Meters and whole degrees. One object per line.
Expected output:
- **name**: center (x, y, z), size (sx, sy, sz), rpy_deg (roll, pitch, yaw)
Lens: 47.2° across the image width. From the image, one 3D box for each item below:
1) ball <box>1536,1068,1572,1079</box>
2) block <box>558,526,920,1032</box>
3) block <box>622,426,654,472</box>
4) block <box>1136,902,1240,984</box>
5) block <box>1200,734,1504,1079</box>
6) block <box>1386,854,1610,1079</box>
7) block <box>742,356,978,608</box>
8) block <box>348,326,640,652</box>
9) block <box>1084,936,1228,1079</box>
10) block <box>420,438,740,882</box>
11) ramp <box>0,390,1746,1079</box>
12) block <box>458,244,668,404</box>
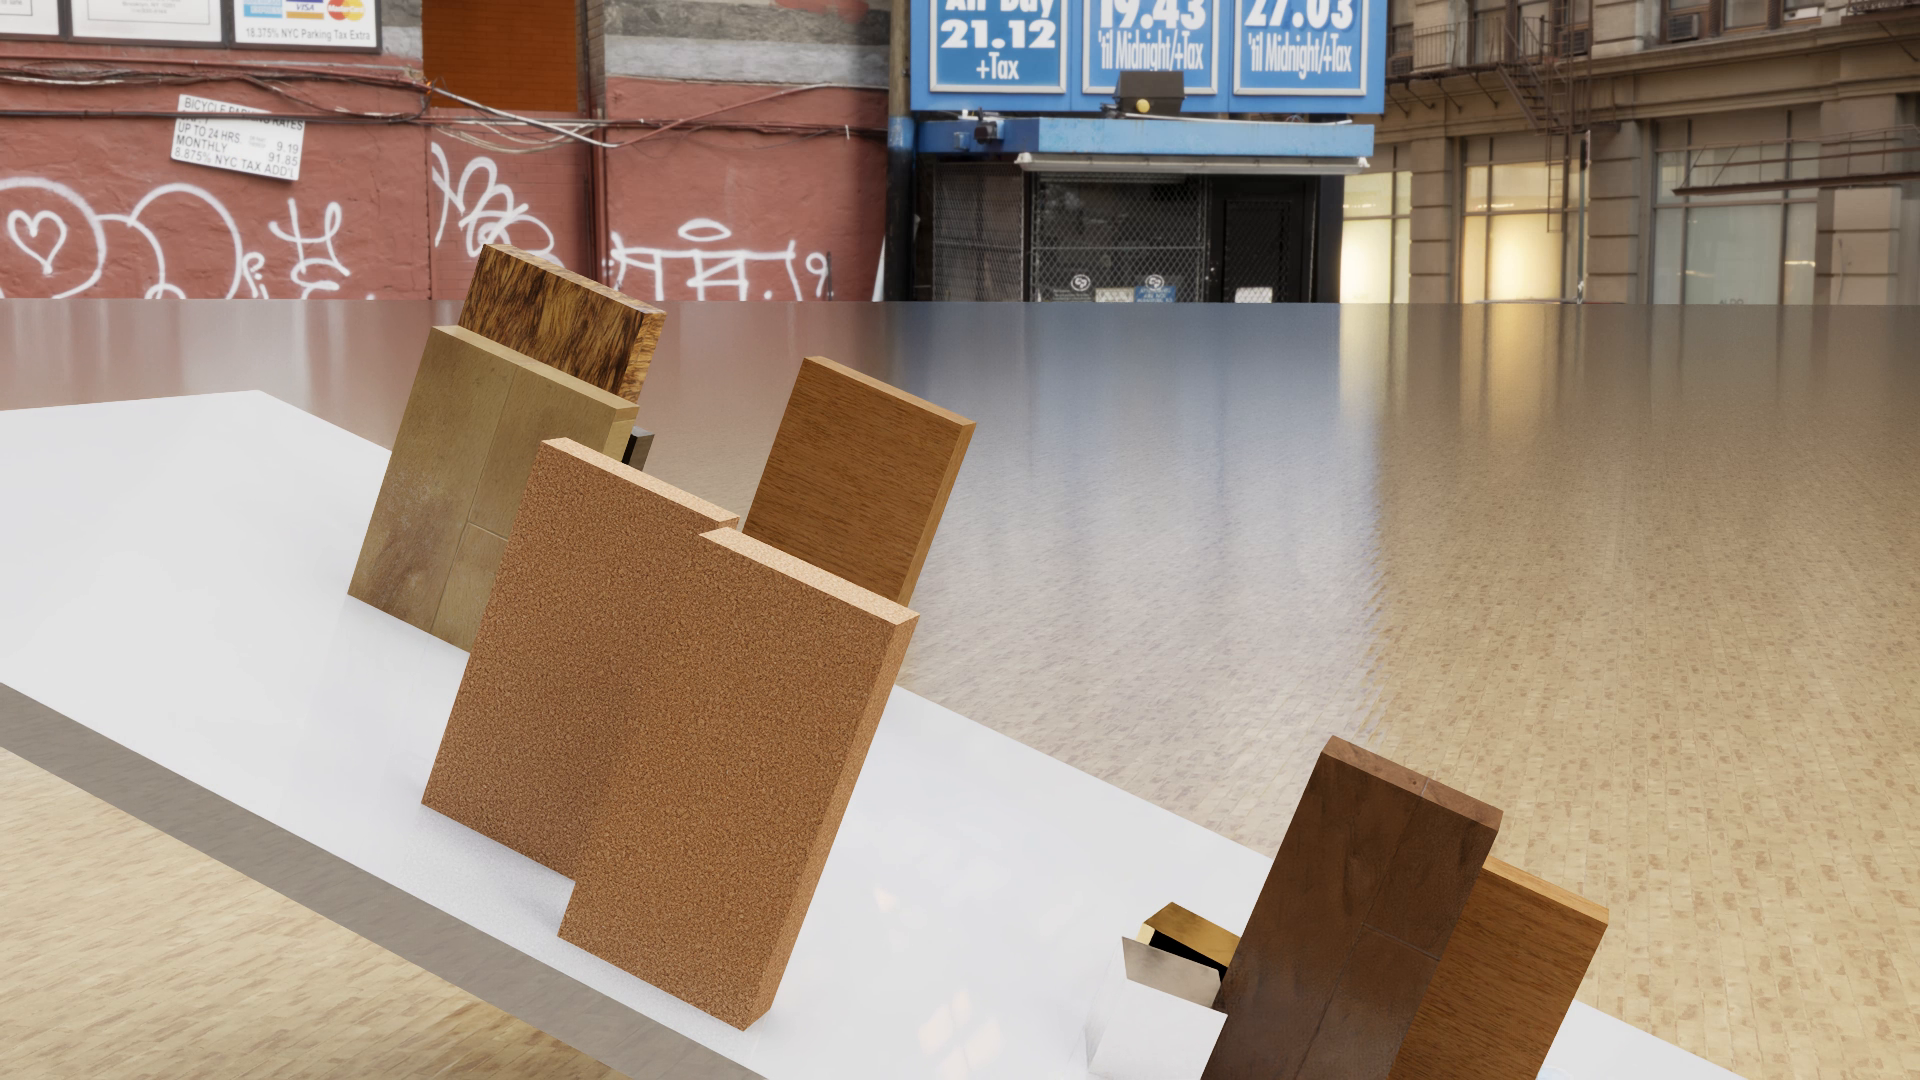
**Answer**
- **ball**: center (1.071, 1.022, 4.007), size (0.117, 0.117, 0.117), rpy_deg (0, 7, 0)
- **block**: center (-0.335, 0.355, 3.282), size (0.327, 0.669, 0.107), rpy_deg (24, 13, 13)
- **block**: center (-0.922, -0.106, 4.830), size (0.386, 0.429, 0.087), rpy_deg (24, 13, 13)
- **block**: center (0.391, 0.766, 3.874), size (0.167, 0.167, 0.167), rpy_deg (25, 13, 19)
- **block**: center (0.634, 0.671, 3.652), size (0.303, 0.607, 0.139), rpy_deg (24, 13, 13)
- **block**: center (0.848, 0.784, 3.803), size (0.365, 0.483, 0.095), rpy_deg (24, 13, 13)
- **block**: center (-0.271, -0.021, 4.935), size (0.394, 0.681, 0.108), rpy_deg (24, 13, 13)
- **block**: center (-0.928, -0.077, 4.358), size (0.424, 0.576, 0.102), rpy_deg (24, 13, 13)
- **block**: center (0.320, 0.793, 3.632), size (0.174, 0.174, 0.174), rpy_deg (20, 13, -3)
- **block**: center (-0.617, 0.198, 3.545), size (0.326, 0.646, 0.083), rpy_deg (24, 13, 13)
- **ramp**: center (-0.316, 0.565, 4.200), size (4.000, 0.100, 2.000), rpy_deg (24, 13, 13)
- **block**: center (-0.925, -0.222, 4.661), size (0.392, 0.711, 0.108), rpy_deg (24, 13, 13)
